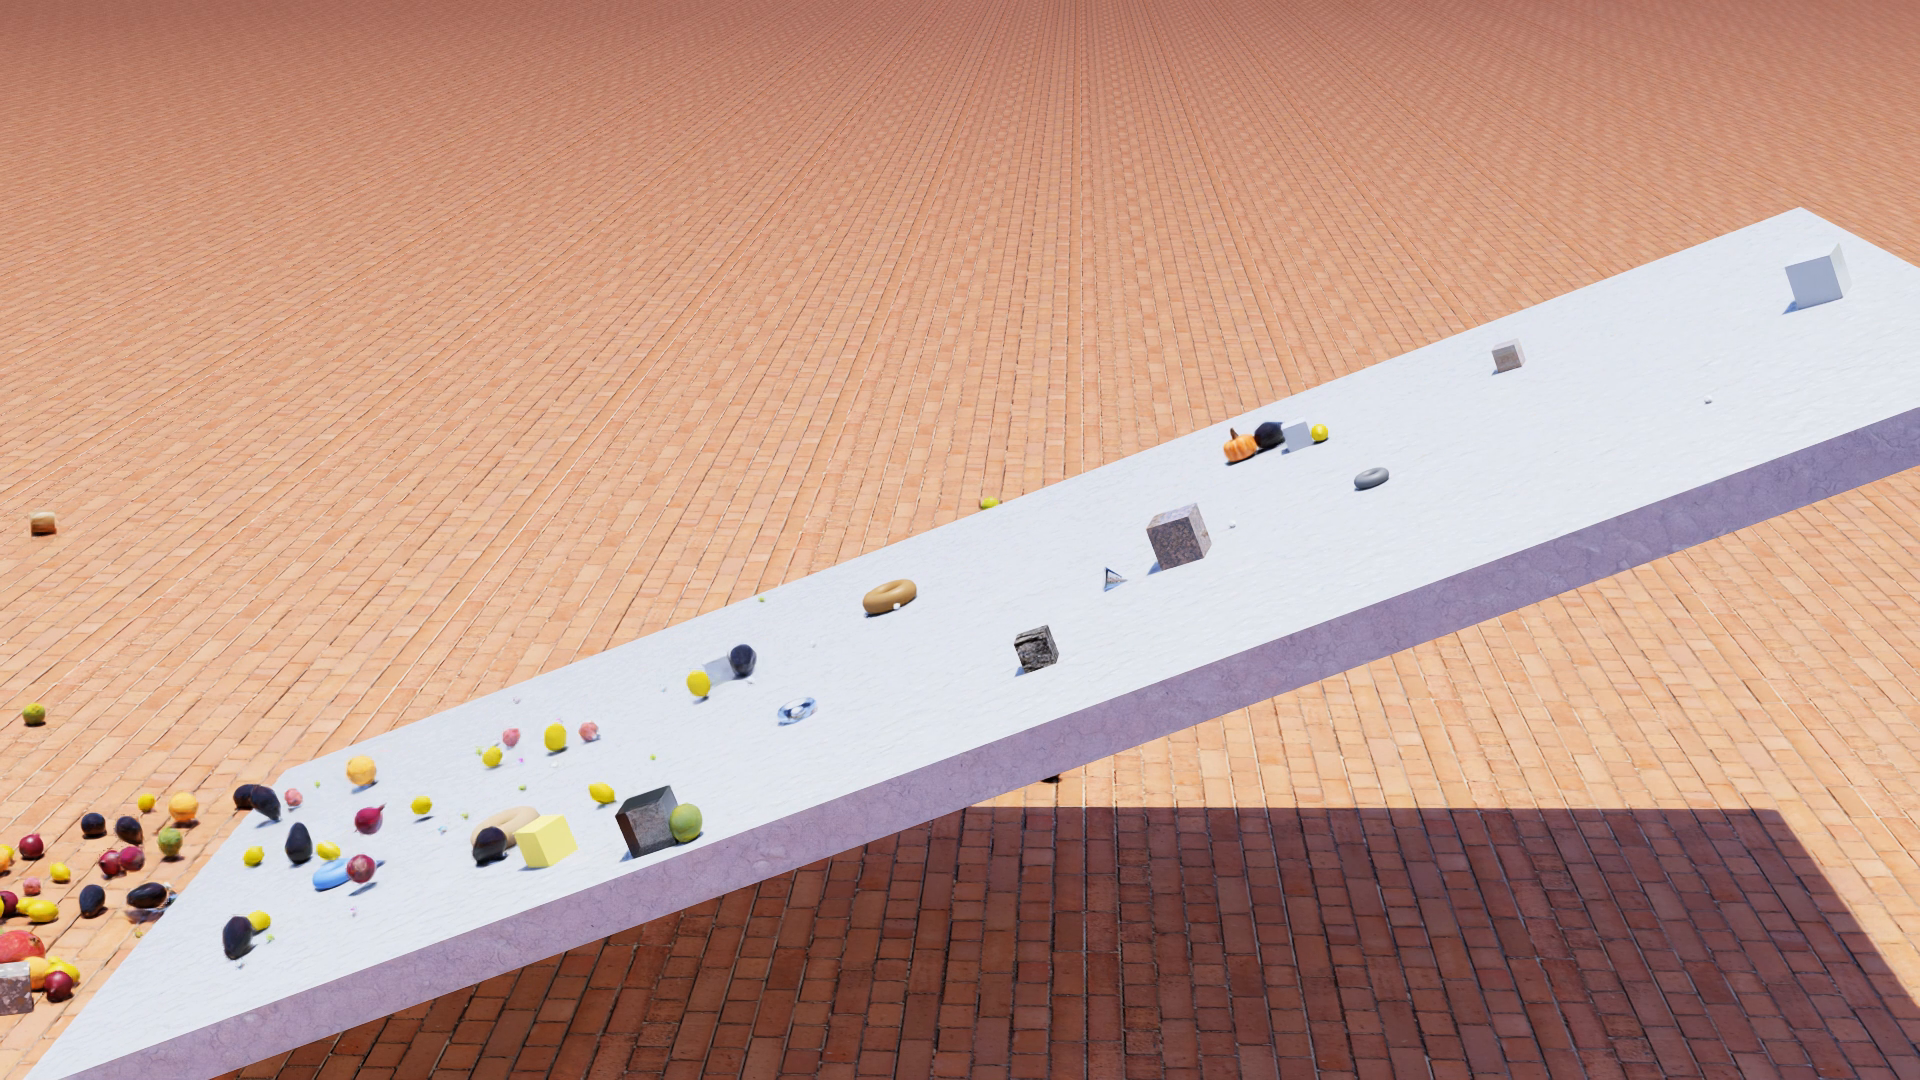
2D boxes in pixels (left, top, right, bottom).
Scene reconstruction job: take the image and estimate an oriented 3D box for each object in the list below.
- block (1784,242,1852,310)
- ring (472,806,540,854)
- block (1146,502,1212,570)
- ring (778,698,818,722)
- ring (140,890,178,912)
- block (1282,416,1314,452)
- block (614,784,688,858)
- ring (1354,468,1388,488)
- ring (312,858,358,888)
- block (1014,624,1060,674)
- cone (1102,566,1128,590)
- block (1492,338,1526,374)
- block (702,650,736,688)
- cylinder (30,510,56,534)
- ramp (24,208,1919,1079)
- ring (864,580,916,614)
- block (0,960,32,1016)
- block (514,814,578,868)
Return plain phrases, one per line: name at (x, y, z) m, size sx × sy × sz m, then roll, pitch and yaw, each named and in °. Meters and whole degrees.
block at (1.774, -0.546, 6.077) m, size 0.095 × 0.095 × 0.095 m, roll -14°, pitch 14°, yaw 33°
ring at (-0.919, 0.586, 5.949) m, size 0.149 × 0.050 × 0.149 m, roll -20°, pitch 13°, yaw 5°
block at (0.450, -0.007, 6.037) m, size 0.094 × 0.094 × 0.094 m, roll -17°, pitch 12°, yaw 20°
ring at (-0.333, 0.348, 6.015) m, size 0.087 × 0.029 × 0.087 m, roll -20°, pitch 13°, yaw 5°
ring at (-1.850, 0.834, 6.803) m, size 0.088 × 0.029 × 0.088 m, roll 0°, pitch 15°, yaw 0°
block at (0.759, -0.238, 6.609) m, size 0.057 × 0.057 × 0.057 m, roll -20°, pitch 12°, yaw 10°
block at (-0.576, 0.527, 5.498) m, size 0.090 × 0.090 × 0.090 m, roll -19°, pitch 12°, yaw 13°
ring at (0.845, -0.127, 6.041) m, size 0.075 × 0.025 × 0.075 m, roll -20°, pitch 13°, yaw 5°
ring at (-1.311, 0.700, 6.176) m, size 0.102 × 0.034 × 0.102 m, roll -20°, pitch 13°, yaw 5°
block at (0.148, 0.211, 5.680) m, size 0.064 × 0.064 × 0.064 m, roll -19°, pitch 12°, yaw 12°
cone at (0.322, 0.081, 6.050) m, size 0.050 × 0.050 × 0.050 m, roll 5°, pitch 13°, yaw -4°
block at (1.224, -0.411, 6.561) m, size 0.054 × 0.054 × 0.054 m, roll -16°, pitch 13°, yaw 25°
block at (-0.538, 0.287, 6.578) m, size 0.058 × 0.058 × 0.058 m, roll -22°, pitch 12°, yaw 0°
cylinder at (-3.253, -0.064, 10.429) m, size 0.084 × 0.084 × 0.084 m, roll -4°, pitch 14°, yaw -17°
ramp at (0.121, 0.175, 6.293) m, size 4.000 × 0.100 × 2.000 m, roll -20°, pitch 12°, yaw 7°
ring at (-0.159, 0.128, 6.653) m, size 0.130 × 0.043 × 0.130 m, roll -20°, pitch 13°, yaw 5°
block at (-2.006, 0.948, 6.209) m, size 0.084 × 0.084 × 0.084 m, roll -4°, pitch 14°, yaw -17°
block at (-0.801, 0.582, 5.687) m, size 0.075 × 0.075 × 0.075 m, roll -9°, pitch 18°, yaw 48°
